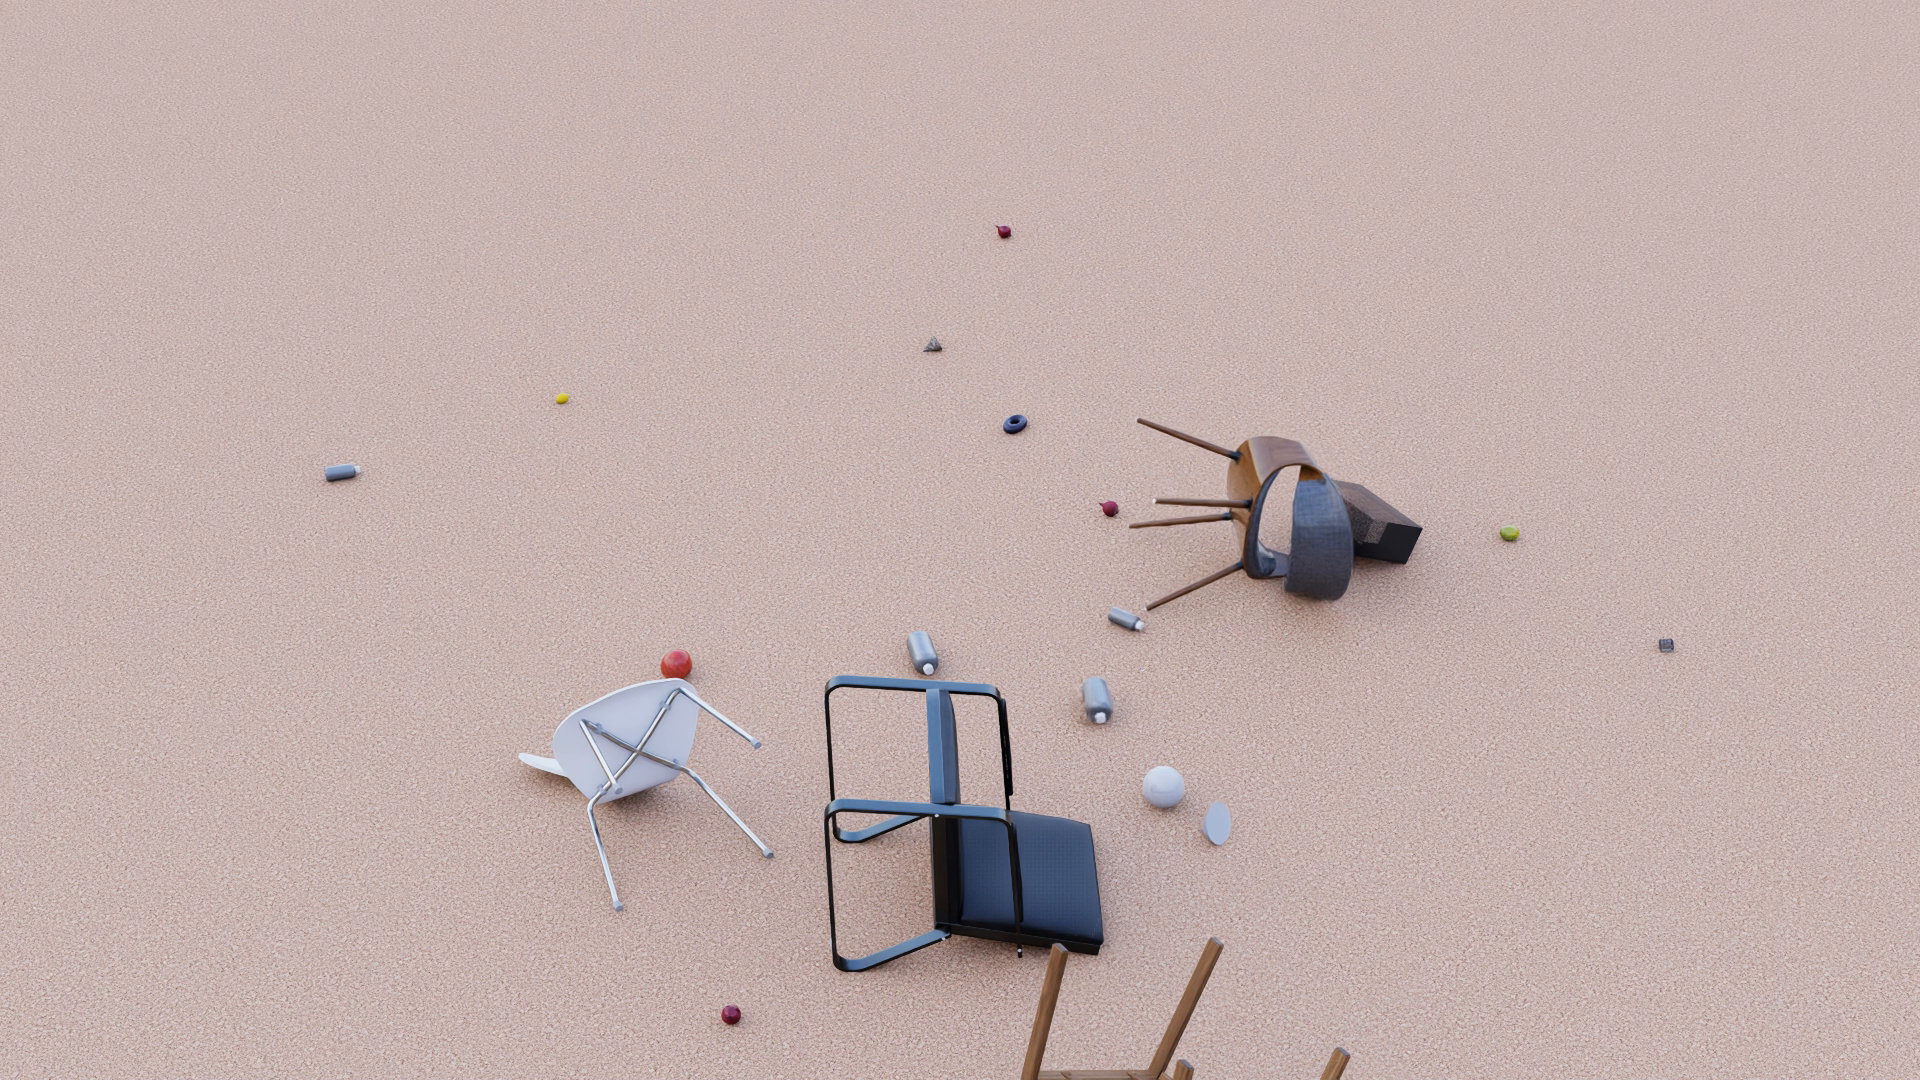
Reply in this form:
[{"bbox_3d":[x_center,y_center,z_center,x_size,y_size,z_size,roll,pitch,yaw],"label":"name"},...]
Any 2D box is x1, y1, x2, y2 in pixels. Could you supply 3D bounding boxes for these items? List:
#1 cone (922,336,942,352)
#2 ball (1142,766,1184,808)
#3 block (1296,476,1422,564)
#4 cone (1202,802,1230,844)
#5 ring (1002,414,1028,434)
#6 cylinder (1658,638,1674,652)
[{"bbox_3d":[-0.123,-0.798,12.127,0.076,0.067,0.070,-32,69,-3],"label":"cone"},{"bbox_3d":[0.666,0.808,9.592,0.139,0.139,0.139,0,33,0],"label":"ball"},{"bbox_3d":[1.472,-0.075,10.823,0.275,0.150,0.357,8,22,-41],"label":"block"},{"bbox_3d":[0.809,0.926,9.497,0.074,0.114,0.168,-25,26,38],"label":"cone"},{"bbox_3d":[0.218,-0.460,11.611,0.087,0.034,0.128,16,37,25],"label":"ring"},{"bbox_3d":[2.492,0.370,10.344,0.040,0.043,0.044,-4,50,-6],"label":"cylinder"}]
